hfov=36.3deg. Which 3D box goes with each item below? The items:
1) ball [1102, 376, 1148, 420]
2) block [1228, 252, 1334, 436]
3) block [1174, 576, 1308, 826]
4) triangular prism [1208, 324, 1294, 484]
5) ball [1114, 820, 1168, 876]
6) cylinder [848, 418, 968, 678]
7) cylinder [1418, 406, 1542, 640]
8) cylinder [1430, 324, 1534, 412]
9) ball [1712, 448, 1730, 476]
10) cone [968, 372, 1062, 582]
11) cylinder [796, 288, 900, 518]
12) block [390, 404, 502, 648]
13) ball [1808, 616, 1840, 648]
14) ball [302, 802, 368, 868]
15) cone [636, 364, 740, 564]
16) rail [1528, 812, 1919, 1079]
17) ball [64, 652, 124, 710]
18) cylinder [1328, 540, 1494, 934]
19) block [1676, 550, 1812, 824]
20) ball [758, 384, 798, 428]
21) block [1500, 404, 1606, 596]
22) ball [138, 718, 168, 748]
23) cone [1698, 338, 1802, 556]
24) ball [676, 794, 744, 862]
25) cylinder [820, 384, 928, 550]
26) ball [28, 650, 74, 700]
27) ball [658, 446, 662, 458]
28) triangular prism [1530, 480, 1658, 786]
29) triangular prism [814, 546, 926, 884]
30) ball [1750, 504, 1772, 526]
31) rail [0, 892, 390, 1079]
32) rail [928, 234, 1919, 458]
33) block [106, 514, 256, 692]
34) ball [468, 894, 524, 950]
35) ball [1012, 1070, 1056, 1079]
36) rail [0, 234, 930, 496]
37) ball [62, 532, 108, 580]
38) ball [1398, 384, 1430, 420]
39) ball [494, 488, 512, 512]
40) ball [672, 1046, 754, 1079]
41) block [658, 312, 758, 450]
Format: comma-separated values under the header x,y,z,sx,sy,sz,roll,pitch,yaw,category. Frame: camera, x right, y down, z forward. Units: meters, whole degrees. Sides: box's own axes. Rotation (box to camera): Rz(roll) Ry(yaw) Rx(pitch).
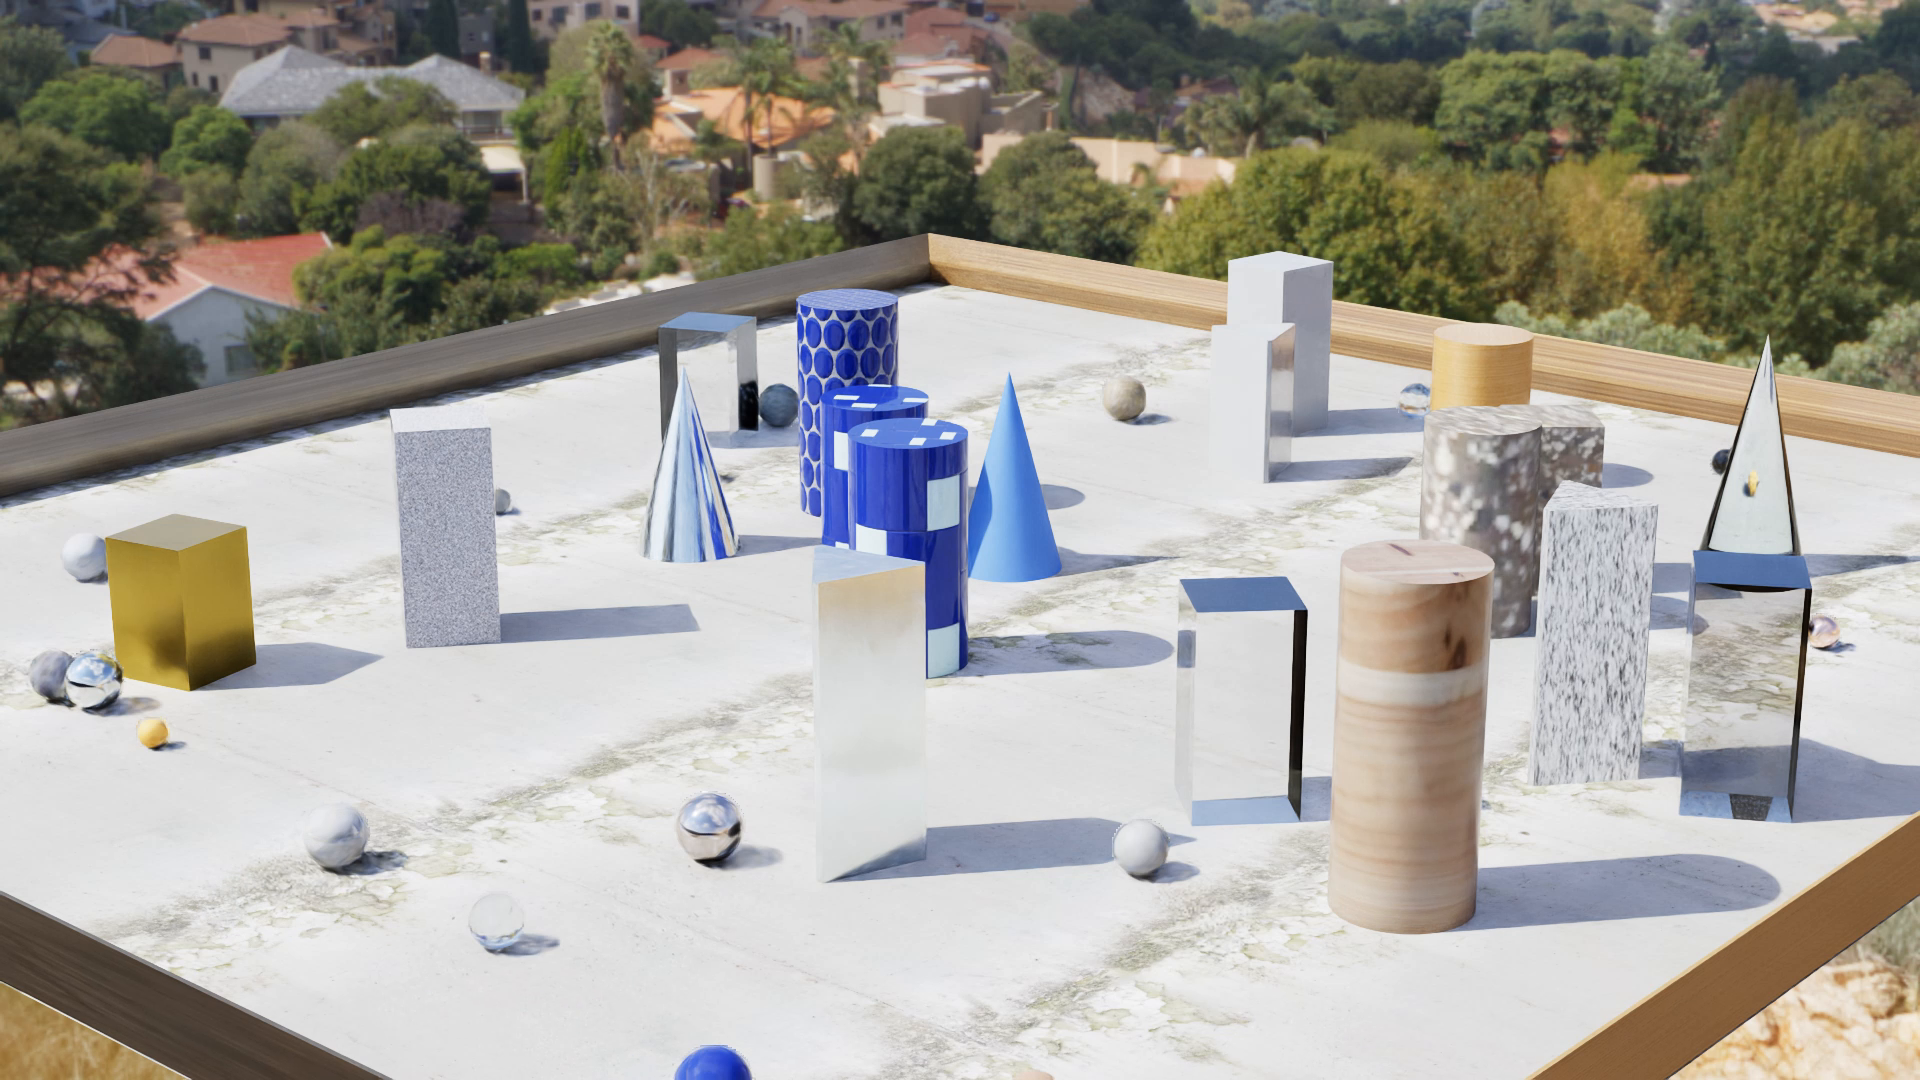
x,y,z,sx,sy,sz,roll,pitch,yaw,category
0.353,-0.304,6.285,0.097,0.097,0.097,0,17,0,ball
0.674,-0.415,6.205,0.155,0.356,0.155,-14,22,-40,block
0.395,0.227,4.149,0.155,0.315,0.155,-1,17,-5,block
0.612,-0.283,5.880,0.145,0.291,0.168,-13,21,-36,triangular prism
0.244,0.415,3.944,0.074,0.074,0.074,0,17,0,ball
-0.083,0.013,4.739,0.194,0.384,0.194,0,17,0,cylinder
0.871,-0.031,4.935,0.194,0.353,0.194,0,17,0,cylinder
1.027,-0.260,5.791,0.194,0.299,0.194,0,17,0,cylinder
1.530,-0.155,5.863,0.055,0.055,0.055,0,17,0,ball
0.087,-0.126,5.235,0.194,0.363,0.194,0,17,0,cone
-0.213,-0.261,5.606,0.194,0.407,0.194,0,17,0,cylinder
-0.857,-0.024,4.885,0.155,0.370,0.155,-4,17,-13,block
1.426,0.153,4.846,0.054,0.054,0.054,0,17,0,ball
-0.846,0.400,3.970,0.088,0.088,0.088,0,17,0,ball
-0.500,-0.152,5.349,0.194,0.348,0.194,0,17,0,cone
1.356,0.372,3.993,0.045,0.126,3.936,14,22,39,rail
-1.349,0.219,4.563,0.090,0.090,0.090,0,17,0,ball
0.581,0.253,3.790,0.194,0.472,0.194,0,17,0,cylinder
1.109,0.207,4.161,0.155,0.347,0.155,3,17,11,block
-0.384,-0.285,6.223,0.092,0.092,0.092,0,17,0,ball
1.030,-0.070,5.147,0.155,0.306,0.155,0,17,1,block
-1.213,0.290,4.408,0.044,0.044,0.044,0,17,0,ball
1.422,-0.157,5.220,0.194,0.431,0.194,0,17,0,cone
-0.341,0.391,3.988,0.093,0.093,0.093,0,17,0,ball
-0.152,-0.102,5.243,0.194,0.313,0.194,0,17,0,cylinder
-1.422,0.211,4.602,0.078,0.078,0.078,0,17,0,ball
-0.552,-0.163,5.825,0.094,0.094,0.094,0,17,0,ball
0.899,0.133,4.285,0.168,0.417,0.145,-3,17,-9,triangular prism
-0.154,0.227,3.964,0.168,0.422,0.145,-10,19,-30,triangular prism
1.512,-0.047,5.530,0.041,0.041,0.041,0,17,0,ball
-1.275,0.456,3.715,3.638,0.126,0.045,14,22,39,rail
1.275,-0.393,6.526,3.638,0.126,0.045,14,22,39,rail
-1.251,0.099,4.715,0.155,0.234,0.155,9,19,28,block
-0.588,0.484,3.721,0.071,0.071,0.071,0,17,0,ball
0.083,0.624,3.263,0.067,0.067,0.067,0,17,0,ball
-1.356,-0.309,6.247,0.045,0.126,3.936,14,22,39,rail
-1.553,0.028,5.207,0.083,0.083,0.083,0,17,0,ball
0.981,-0.298,6.297,0.078,0.078,0.078,0,17,0,ball
-0.883,-0.076,5.615,0.047,0.047,0.047,0,17,0,ball
-0.275,0.610,3.263,0.093,0.093,0.093,0,17,0,ball
-0.524,-0.335,6.126,0.155,0.248,0.155,6,18,18,block
